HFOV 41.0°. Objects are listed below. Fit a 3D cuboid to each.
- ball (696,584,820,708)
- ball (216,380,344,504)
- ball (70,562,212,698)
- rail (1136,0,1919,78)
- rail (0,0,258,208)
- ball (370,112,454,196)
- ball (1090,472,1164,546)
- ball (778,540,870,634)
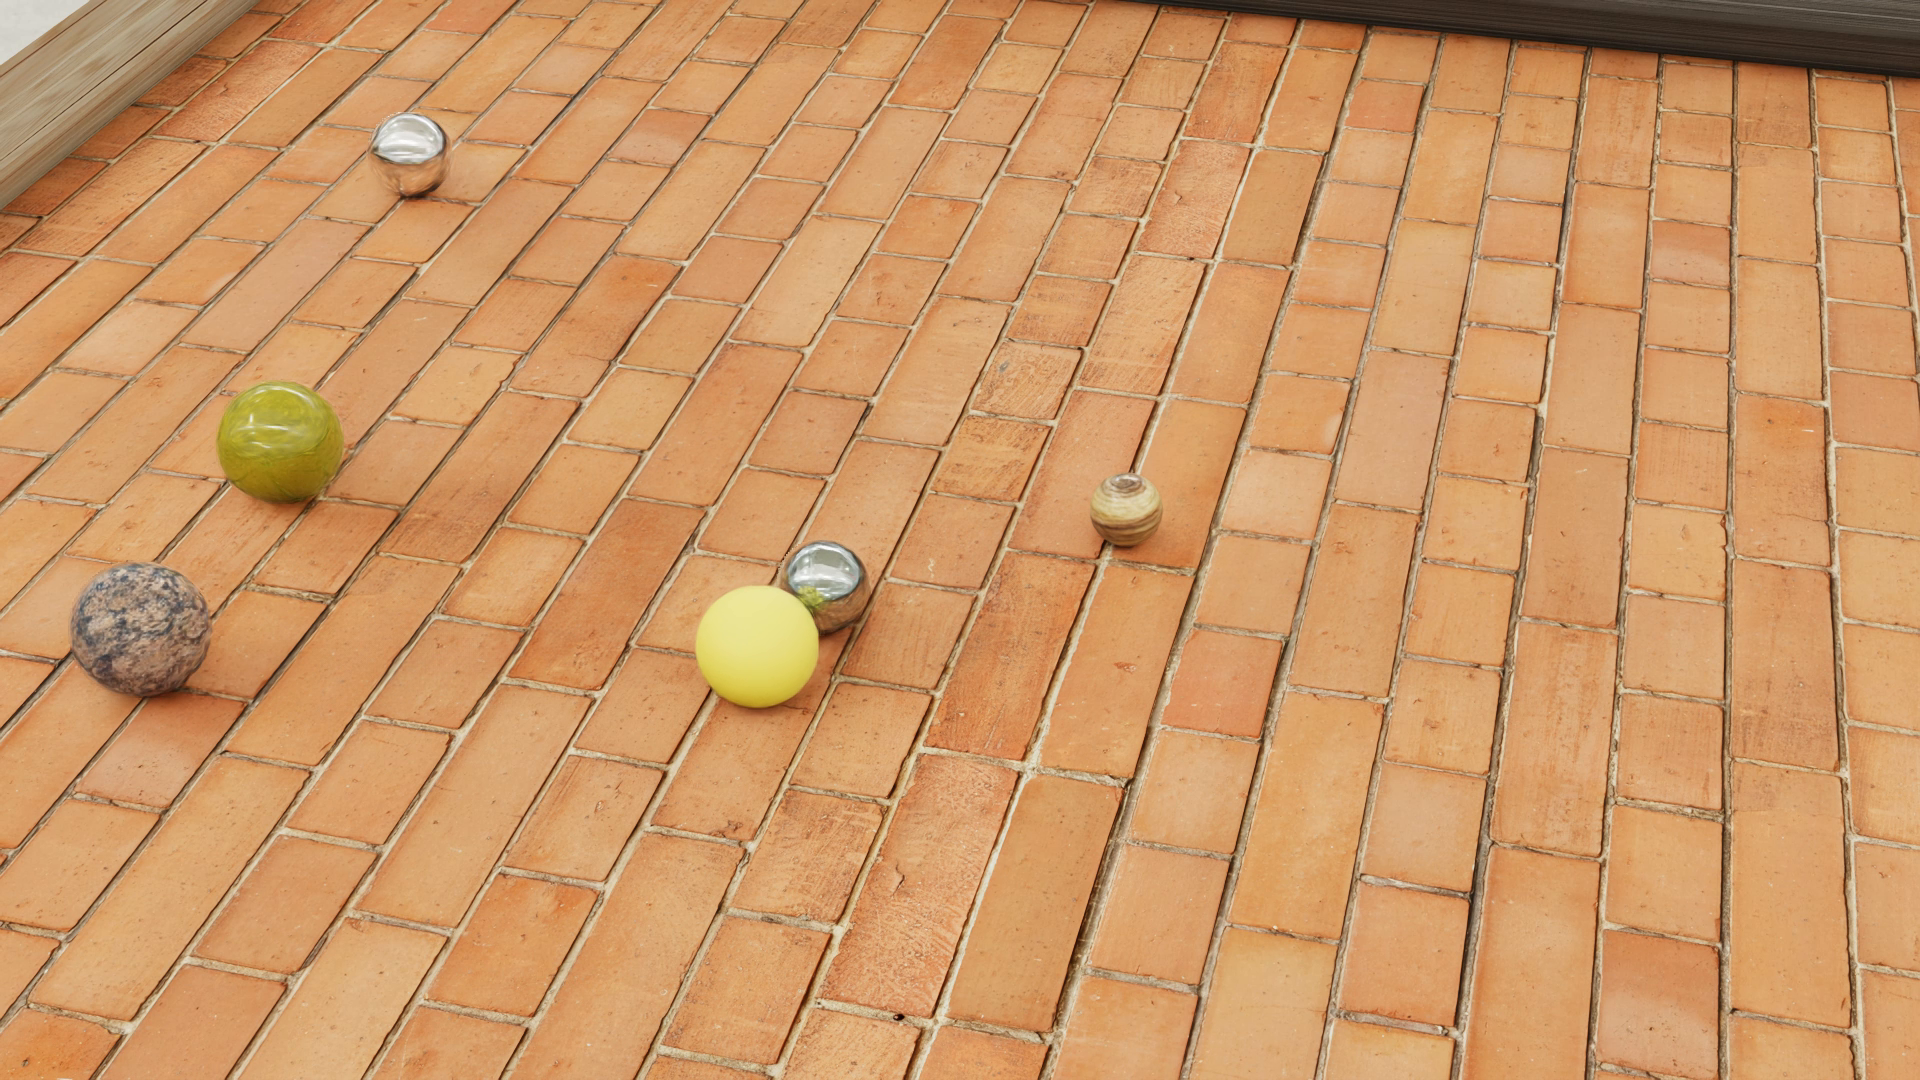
[{"bbox_3d":[-0.140,0.074,1.781,0.085,0.085,0.085,0,34,0],"label":"ball"},{"bbox_3d":[-0.527,-0.076,1.991,0.096,0.096,0.096,0,34,0],"label":"ball"},{"bbox_3d":[-0.571,0.062,1.789,0.094,0.094,0.094,0,34,0],"label":"ball"},{"bbox_3d":[1.275,-0.482,2.562,4.130,0.125,0.045,8,35,12],"label":"rail"},{"bbox_3d":[-0.977,-0.161,2.090,0.045,0.125,2.269,8,35,12],"label":"rail"},{"bbox_3d":[-0.520,-0.366,2.434,0.078,0.078,0.078,0,34,0],"label":"ball"},{"bbox_3d":[0.126,-0.023,1.949,0.056,0.056,0.056,0,34,0],"label":"ball"},{"bbox_3d":[-0.098,0.034,1.855,0.067,0.067,0.067,0,34,0],"label":"ball"}]
